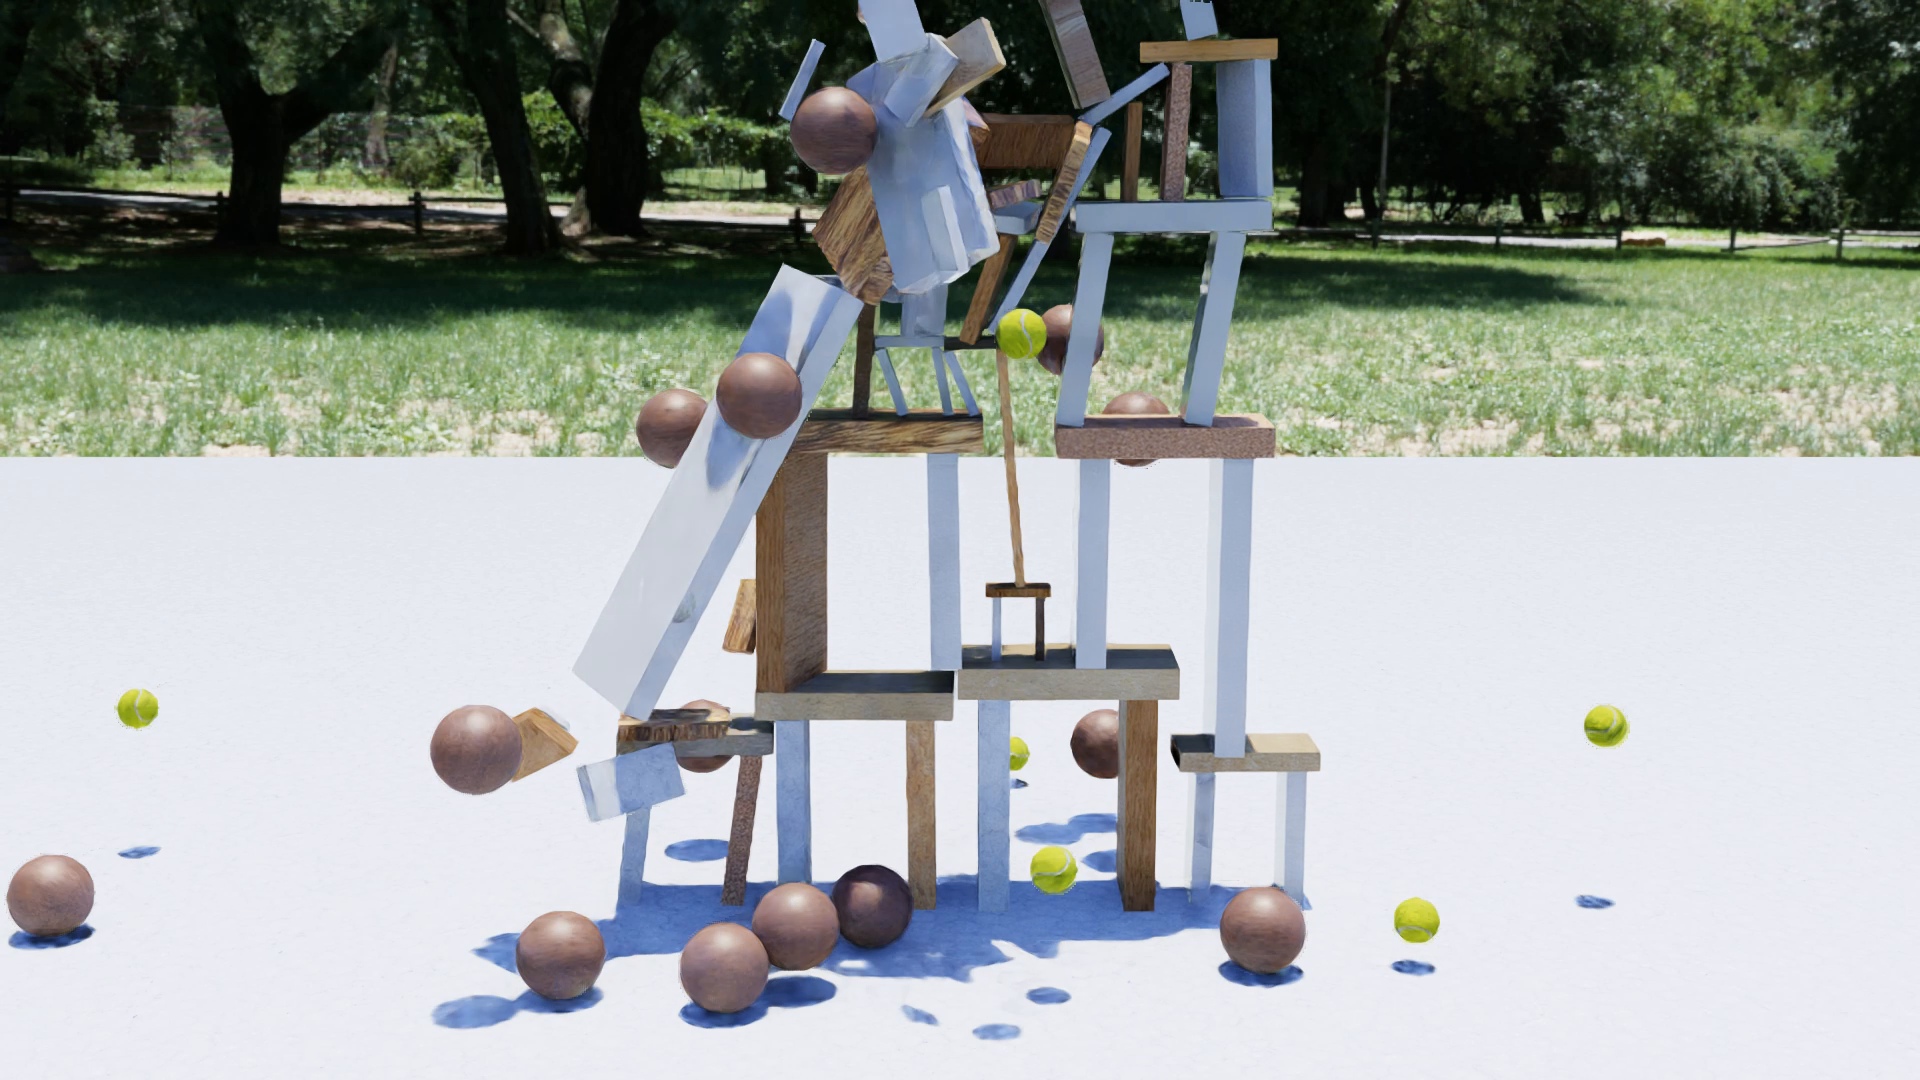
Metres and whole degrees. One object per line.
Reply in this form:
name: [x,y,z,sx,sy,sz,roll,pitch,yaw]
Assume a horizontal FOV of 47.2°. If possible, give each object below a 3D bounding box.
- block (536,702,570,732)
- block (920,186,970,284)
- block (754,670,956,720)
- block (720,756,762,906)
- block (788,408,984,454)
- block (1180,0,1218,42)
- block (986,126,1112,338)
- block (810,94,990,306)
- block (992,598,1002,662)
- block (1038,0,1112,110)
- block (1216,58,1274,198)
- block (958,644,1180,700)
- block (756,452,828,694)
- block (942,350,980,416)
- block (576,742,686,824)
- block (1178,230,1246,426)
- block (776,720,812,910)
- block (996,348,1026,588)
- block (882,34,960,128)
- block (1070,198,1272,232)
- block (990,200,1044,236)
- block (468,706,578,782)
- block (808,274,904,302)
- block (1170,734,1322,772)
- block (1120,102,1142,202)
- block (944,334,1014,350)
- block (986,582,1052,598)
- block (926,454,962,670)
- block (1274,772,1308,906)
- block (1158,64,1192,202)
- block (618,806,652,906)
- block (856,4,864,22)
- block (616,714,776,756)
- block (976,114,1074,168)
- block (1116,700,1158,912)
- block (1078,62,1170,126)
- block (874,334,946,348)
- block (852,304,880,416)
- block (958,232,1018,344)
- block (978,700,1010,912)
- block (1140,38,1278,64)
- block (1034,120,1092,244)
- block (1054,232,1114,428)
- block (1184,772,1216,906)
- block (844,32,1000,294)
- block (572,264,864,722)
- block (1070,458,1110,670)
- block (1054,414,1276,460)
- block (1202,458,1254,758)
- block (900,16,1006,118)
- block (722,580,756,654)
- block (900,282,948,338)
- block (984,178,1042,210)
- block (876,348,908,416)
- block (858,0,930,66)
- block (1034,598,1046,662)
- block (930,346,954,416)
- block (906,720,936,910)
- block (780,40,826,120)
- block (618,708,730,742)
block: [-0.675,0.304,3.422,0.122,0.061,0.017,-32,40,15]
block: [-0.021,-0.421,3.038,0.017,0.122,0.061,-13,-3,-25]
block: [-0.169,0.254,3.609,0.319,0.045,0.159,0,10,1]
block: [-0.360,0.463,3.650,0.036,0.254,0.127,8,10,-4]
block: [-0.138,-0.177,3.528,0.348,0.049,0.174,0,11,0]
block: [0.339,-0.937,3.379,0.047,0.334,0.167,-12,10,9]
block: [0.139,-0.487,3.463,0.022,0.361,0.076,28,10,-5]
block: [-0.096,-0.550,3.393,0.048,0.341,0.171,7,39,-41]
block: [0.059,0.140,3.582,0.015,0.105,0.053,0,11,0]
block: [0.141,-0.863,3.387,0.047,0.398,0.167,-19,10,3]
block: [0.443,-0.640,3.421,0.029,0.208,0.104,-9,13,-26]
block: [0.174,0.215,3.603,0.356,0.050,0.178,0,11,0]
block: [-0.272,0.038,3.574,0.049,0.390,0.174,4,11,19]
block: [0.002,-0.253,3.516,0.016,0.110,0.055,-23,11,2]
block: [-0.509,0.375,3.408,0.025,0.088,0.175,-19,-4,41]
block: [0.399,-0.341,3.488,0.043,0.302,0.151,9,11,0]
block: [-0.274,0.433,3.640,0.045,0.319,0.159,0,10,0]
block: [0.081,-0.118,3.537,0.016,0.387,0.055,-5,11,-1]
block: [-0.056,-0.665,3.185,0.017,0.122,0.061,6,37,-53]
block: [0.327,-0.510,3.452,0.302,0.043,0.151,-1,11,-1]
block: [0.029,-0.509,3.416,0.185,0.026,0.093,10,26,21]
block: [-0.663,0.312,3.338,0.176,0.088,0.025,-26,29,43]
block: [-0.156,-0.404,3.529,0.184,0.026,0.092,10,11,28]
block: [0.468,0.349,3.616,0.230,0.033,0.115,0,11,-2]
block: [0.267,-0.607,3.440,0.022,0.152,0.076,2,11,-1]
block: [0.031,-0.314,3.500,0.110,0.016,0.055,-1,11,4]
block: [0.094,0.081,3.570,0.105,0.015,0.053,0,11,0]
block: [-0.024,0.020,3.563,0.049,0.348,0.174,-1,11,0]
block: [0.548,0.477,3.649,0.033,0.230,0.115,0,11,0]
block: [0.336,-0.636,3.430,0.029,0.208,0.104,3,11,0]
block: [-0.535,0.463,3.649,0.036,0.254,0.127,6,9,-9]
block: [-0.100,-0.838,3.254,0.076,0.152,0.022,9,-7,13]
block: [-0.431,0.320,3.618,0.254,0.036,0.127,0,11,-3]
block: [0.086,-0.616,3.395,0.168,0.084,0.024,-4,46,-20]
block: [0.292,0.415,3.640,0.050,0.356,0.178,0,11,0]
block: [0.255,-0.692,3.425,0.152,0.022,0.076,-33,9,6]
block: [-0.079,-0.318,3.514,0.110,0.016,0.055,0,10,4]
block: [-0.150,-0.294,3.512,0.026,0.184,0.092,5,10,2]
block: [0.048,-0.406,3.447,0.026,0.185,0.093,22,27,4]
block: [0.055,0.415,3.640,0.050,0.355,0.178,0,11,0]
block: [0.386,-0.758,3.409,0.208,0.029,0.104,0,11,7]
block: [0.156,-0.540,3.316,0.024,0.168,0.084,20,30,-5]
block: [0.196,-0.339,3.492,0.043,0.302,0.151,9,11,0]
block: [0.397,0.476,3.650,0.033,0.230,0.115,2,11,0]
block: [-0.058,-0.559,3.270,0.171,0.341,0.048,-23,-13,40]
block: [-0.380,-0.077,3.415,0.048,0.724,0.171,26,2,-43]
block: [0.210,0.024,3.564,0.048,0.339,0.170,1,11,0]
block: [0.324,-0.167,3.522,0.339,0.048,0.170,0,11,1]
block: [0.433,0.096,3.566,0.048,0.483,0.170,0,10,-1]
block: [-0.011,-0.683,3.183,0.152,0.076,0.022,-27,-14,29]
block: [-0.348,0.125,3.598,0.061,0.122,0.017,0,-22,42]
block: [-0.052,-0.417,3.485,0.026,0.185,0.093,13,16,28]
block: [0.048,-0.514,3.300,0.084,0.024,0.168,-19,12,-22]
block: [-0.108,-0.255,3.515,0.016,0.110,0.055,-19,10,3]
block: [-0.104,-0.769,3.167,0.076,0.152,0.022,-19,-4,6]
block: [0.130,0.140,3.581,0.015,0.105,0.053,0,11,0]
block: [-0.028,-0.256,3.521,0.016,0.110,0.055,-11,10,2]
block: [-0.063,0.433,3.641,0.045,0.319,0.159,-1,10,0]
block: [-0.234,-0.682,3.260,0.017,0.122,0.061,24,9,-12]
block: [-0.463,0.299,3.563,0.176,0.025,0.088,-1,13,-4]
